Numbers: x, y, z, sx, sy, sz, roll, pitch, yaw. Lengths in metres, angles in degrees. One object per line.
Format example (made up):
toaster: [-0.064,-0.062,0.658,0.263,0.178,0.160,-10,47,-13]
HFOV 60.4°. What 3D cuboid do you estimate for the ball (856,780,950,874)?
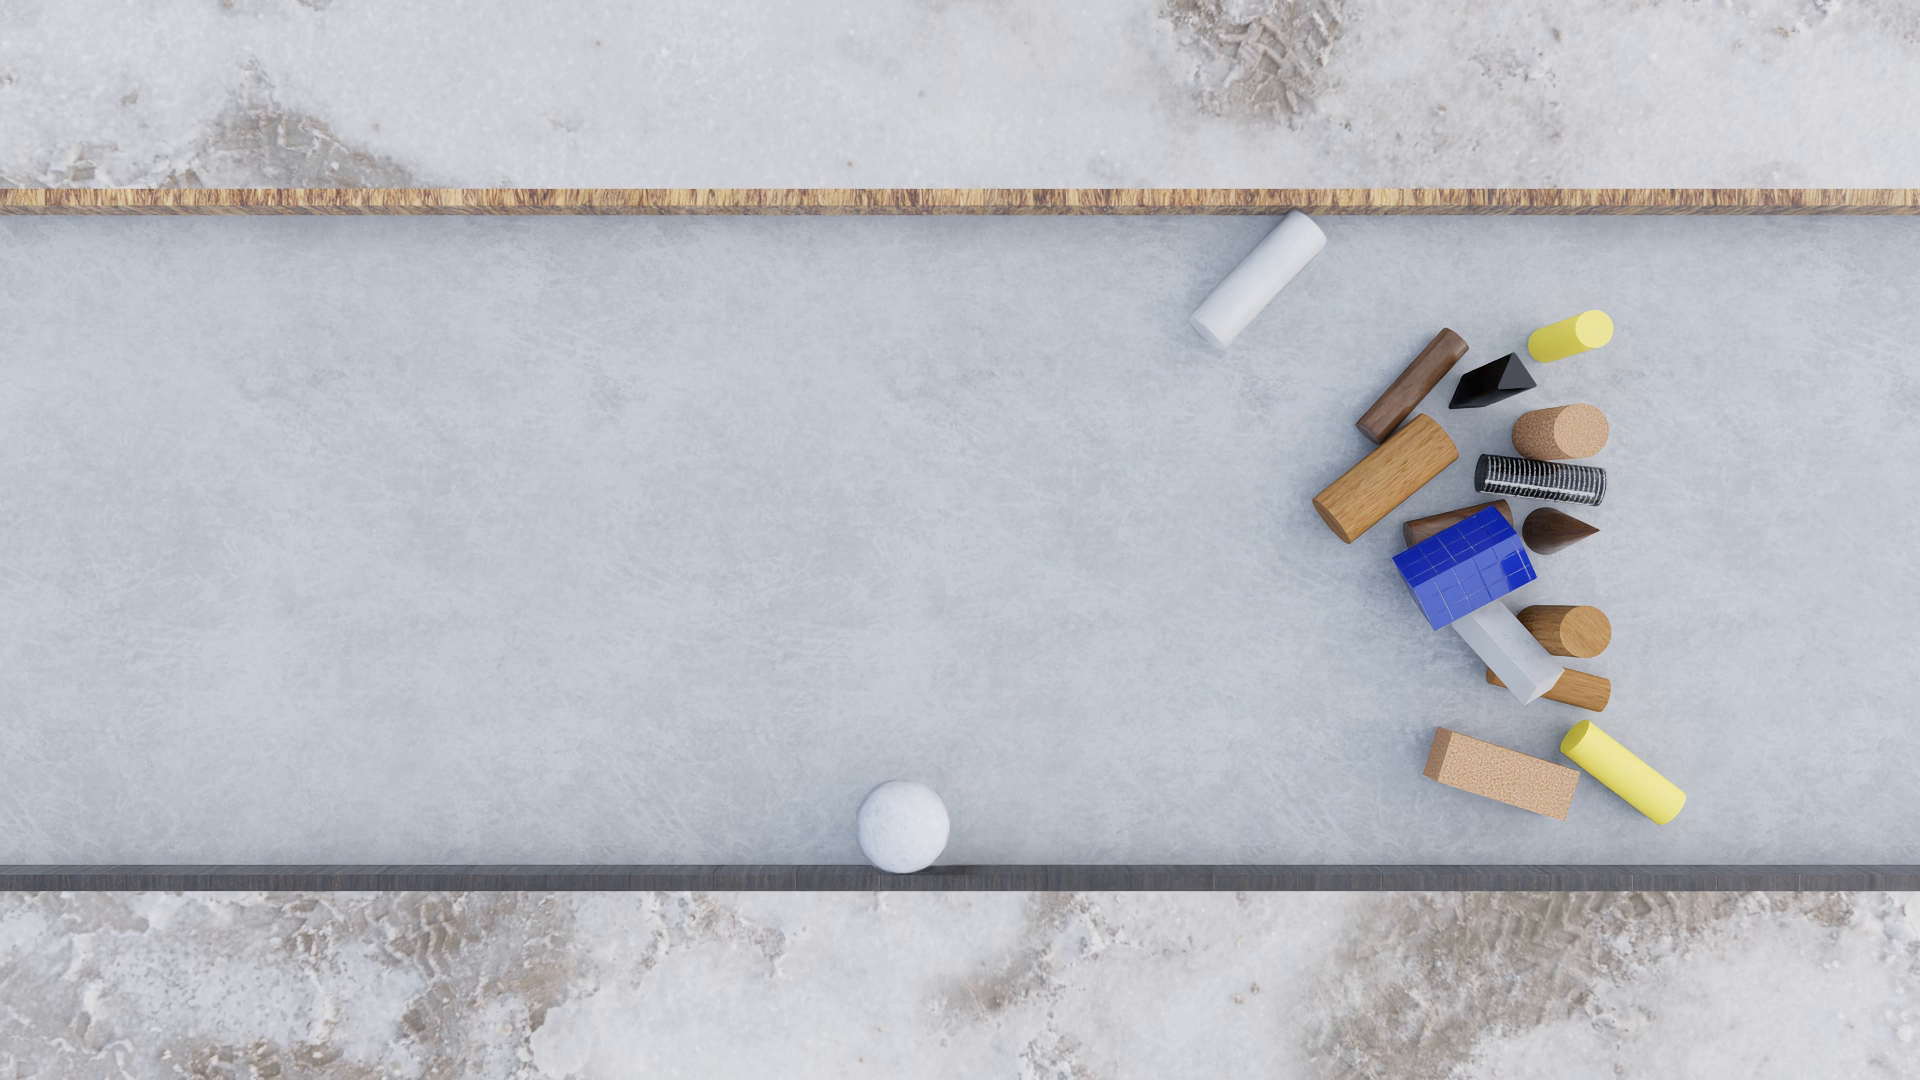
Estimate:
ball: [-0.170,0.857,4.938,0.278,0.278,0.278,0,90,0]

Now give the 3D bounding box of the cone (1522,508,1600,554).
cone: [1.804,-0.027,4.858,0.148,0.436,0.148,0,90,0]

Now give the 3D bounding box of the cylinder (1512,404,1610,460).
cylinder: [1.770,-0.316,4.878,0.156,0.391,0.156,0,92,2]

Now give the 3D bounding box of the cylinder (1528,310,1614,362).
cylinder: [1.802,-0.600,4.880,0.108,0.392,0.108,0,90,0]

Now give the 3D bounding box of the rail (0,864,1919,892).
rail: [-2.247,1.025,5.001,12.000,0.150,0.050,0,90,0]

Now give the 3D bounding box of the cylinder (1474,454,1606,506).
cylinder: [1.763,-0.182,5.017,0.361,0.119,0.119,7,90,0]

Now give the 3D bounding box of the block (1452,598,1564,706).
block: [1.637,0.321,4.937,0.112,0.112,0.325,-26,61,-19]

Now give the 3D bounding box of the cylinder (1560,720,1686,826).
cylinder: [2.014,0.706,5.014,0.364,0.126,0.126,37,90,0]

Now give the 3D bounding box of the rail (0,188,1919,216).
rail: [-2.247,-1.025,5.002,12.000,0.150,0.050,0,90,0]

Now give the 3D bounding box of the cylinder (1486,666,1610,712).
cylinder: [1.791,0.430,5.024,0.345,0.106,0.106,15,90,0]

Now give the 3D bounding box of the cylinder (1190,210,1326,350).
cylinder: [0.903,-0.788,5.004,0.145,0.145,0.449,44,90,0]

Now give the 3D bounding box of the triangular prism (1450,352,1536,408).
triangular prism: [1.577,-0.475,4.912,0.119,0.324,0.103,-4,85,-9]

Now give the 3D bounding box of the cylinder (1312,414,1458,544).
cylinder: [1.286,-0.185,4.989,0.417,0.176,0.176,-38,90,0]

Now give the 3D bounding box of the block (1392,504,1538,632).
block: [1.506,0.083,4.930,0.335,0.180,0.180,-29,119,9]

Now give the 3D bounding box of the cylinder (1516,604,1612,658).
cylinder: [1.783,0.269,4.895,0.151,0.355,0.151,0,88,-2]

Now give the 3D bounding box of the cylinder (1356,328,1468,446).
cylinder: [1.378,-0.467,5.026,0.101,0.101,0.395,43,90,0]

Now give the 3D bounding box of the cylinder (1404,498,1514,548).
cylinder: [1.517,-0.041,5.025,0.306,0.102,0.102,-13,90,0]

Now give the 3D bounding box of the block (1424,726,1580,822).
block: [1.638,0.707,4.999,0.399,0.154,0.154,17,90,0]
